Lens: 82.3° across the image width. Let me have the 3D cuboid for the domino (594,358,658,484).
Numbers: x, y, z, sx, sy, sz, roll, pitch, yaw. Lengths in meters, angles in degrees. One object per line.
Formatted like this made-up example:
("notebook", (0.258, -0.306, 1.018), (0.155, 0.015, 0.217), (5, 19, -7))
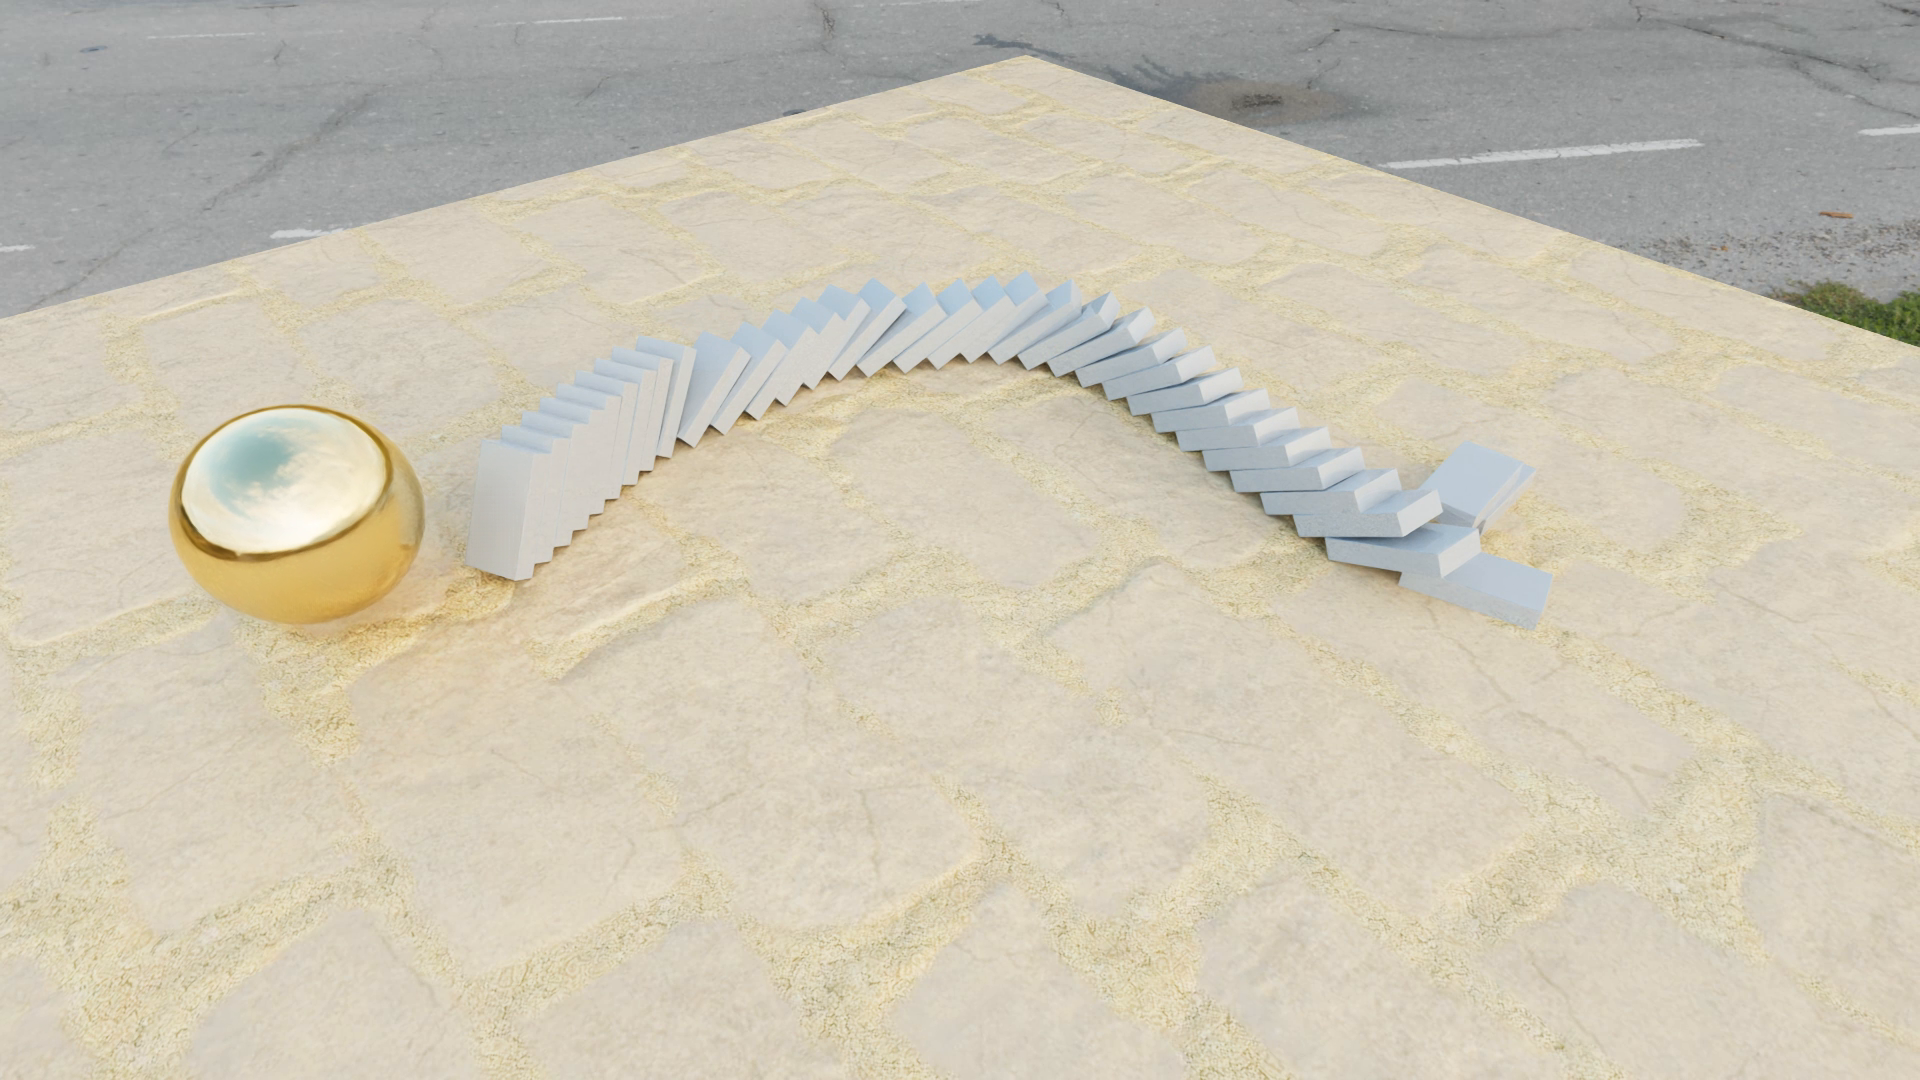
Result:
("domino", (-0.149, -0.051, 0.476), (0.025, 0.050, 0.009), (15, 8, 18))

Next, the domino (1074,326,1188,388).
("domino", (0.082, -0.088, 0.529), (0.025, 0.009, 0.050), (-36, 17, -36))

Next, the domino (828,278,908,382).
("domino", (-0.052, -0.106, 0.550), (0.050, 0.010, 0.025), (-47, 48, 2))

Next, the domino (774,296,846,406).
("domino", (-0.080, -0.092, 0.534), (0.025, 0.009, 0.050), (31, 84, 33))

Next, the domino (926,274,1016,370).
("domino", (0.003, -0.110, 0.556), (0.050, 0.010, 0.025), (-37, 39, 11))

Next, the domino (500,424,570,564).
("domino", (-0.172, -0.018, 0.436), (0.025, 0.050, 0.009), (15, 9, 17))

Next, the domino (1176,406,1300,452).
("domino", (0.121, -0.048, 0.483), (0.025, 0.009, 0.050), (-23, 12, -26))

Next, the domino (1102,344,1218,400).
("domino", (0.093, -0.078, 0.518), (0.025, 0.009, 0.050), (-30, 13, -31))

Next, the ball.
("ball", (-0.238, -0.009, 0.399), (0.080, 0.080, 0.080), (0, 39, 0))

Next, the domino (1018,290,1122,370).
("domino", (0.054, -0.104, 0.548), (0.050, 0.010, 0.025), (-22, 25, 36))

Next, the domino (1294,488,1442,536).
("domino", (0.160, -0.010, 0.435), (0.025, 0.009, 0.050), (-26, 13, -28))

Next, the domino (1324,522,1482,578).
("domino", (0.170, 0.002, 0.425), (0.025, 0.009, 0.050), (-25, 20, -28))

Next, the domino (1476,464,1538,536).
("domino", (0.222, -0.021, 0.469), (0.025, 0.009, 0.050), (32, 49, 33))

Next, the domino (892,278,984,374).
("domino", (-0.014, -0.108, 0.554), (0.050, 0.010, 0.025), (-37, 39, 11))

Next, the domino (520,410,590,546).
("domino", (-0.167, -0.025, 0.444), (0.025, 0.050, 0.009), (15, 9, 18))

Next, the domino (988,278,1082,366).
("domino", (0.038, -0.110, 0.556), (0.050, 0.009, 0.025), (-27, 31, 26))

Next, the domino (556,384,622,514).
("domino", (-0.159, -0.038, 0.460), (0.025, 0.050, 0.010), (15, 9, 17))

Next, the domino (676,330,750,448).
("domino", (-0.120, -0.070, 0.507), (0.025, 0.009, 0.050), (26, 81, 29))

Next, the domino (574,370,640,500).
("domino", (-0.154, -0.045, 0.468), (0.025, 0.050, 0.010), (15, 9, 18))

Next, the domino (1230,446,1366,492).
("domino", (0.140, -0.029, 0.459), (0.025, 0.010, 0.050), (-23, 12, -26))

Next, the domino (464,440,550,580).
("domino", (-0.176, -0.012, 0.428), (0.025, 0.050, 0.009), (15, 9, 17))

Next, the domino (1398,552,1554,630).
("domino", (0.199, 0.015, 0.425), (0.050, 0.010, 0.025), (21, 44, 24))

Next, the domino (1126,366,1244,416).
("domino", (0.103, -0.068, 0.506), (0.025, 0.010, 0.050), (-25, 12, -28))

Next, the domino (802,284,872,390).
("domino", (-0.069, -0.101, 0.544), (0.025, 0.010, 0.050), (31, 84, 36))

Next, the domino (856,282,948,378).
("domino", (-0.032, -0.106, 0.552), (0.050, 0.010, 0.025), (-36, 41, 11))

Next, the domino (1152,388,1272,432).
("domino", (0.112, -0.058, 0.494), (0.025, 0.009, 0.050), (-23, 12, -26))

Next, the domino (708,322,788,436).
("domino", (-0.106, -0.076, 0.515), (0.025, 0.010, 0.050), (31, 83, 32))

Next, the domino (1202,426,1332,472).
("domino", (0.131, -0.039, 0.471), (0.025, 0.009, 0.050), (-23, 12, -26))

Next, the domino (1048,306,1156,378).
("domino", (0.069, -0.097, 0.540), (0.050, 0.010, 0.025), (-17, 23, 43))

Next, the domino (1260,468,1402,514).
("domino", (0.150, -0.019, 0.447), (0.025, 0.009, 0.050), (-25, 13, -26))

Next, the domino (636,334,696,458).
("domino", (-0.137, -0.064, 0.494), (0.025, 0.050, 0.009), (15, 3, 18))

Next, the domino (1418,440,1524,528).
("domino", (0.210, -0.022, 0.456), (0.025, 0.009, 0.050), (30, 48, 31))

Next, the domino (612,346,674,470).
("domino", (-0.144, -0.058, 0.485), (0.025, 0.050, 0.009), (15, 8, 18))

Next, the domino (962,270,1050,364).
("domino", (0.020, -0.114, 0.560), (0.050, 0.009, 0.025), (-36, 37, 12))

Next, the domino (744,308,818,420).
("domino", (-0.092, -0.084, 0.524), (0.025, 0.009, 0.050), (31, 84, 33))

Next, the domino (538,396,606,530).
("domino", (-0.163, -0.031, 0.452), (0.025, 0.050, 0.009), (15, 9, 17))
